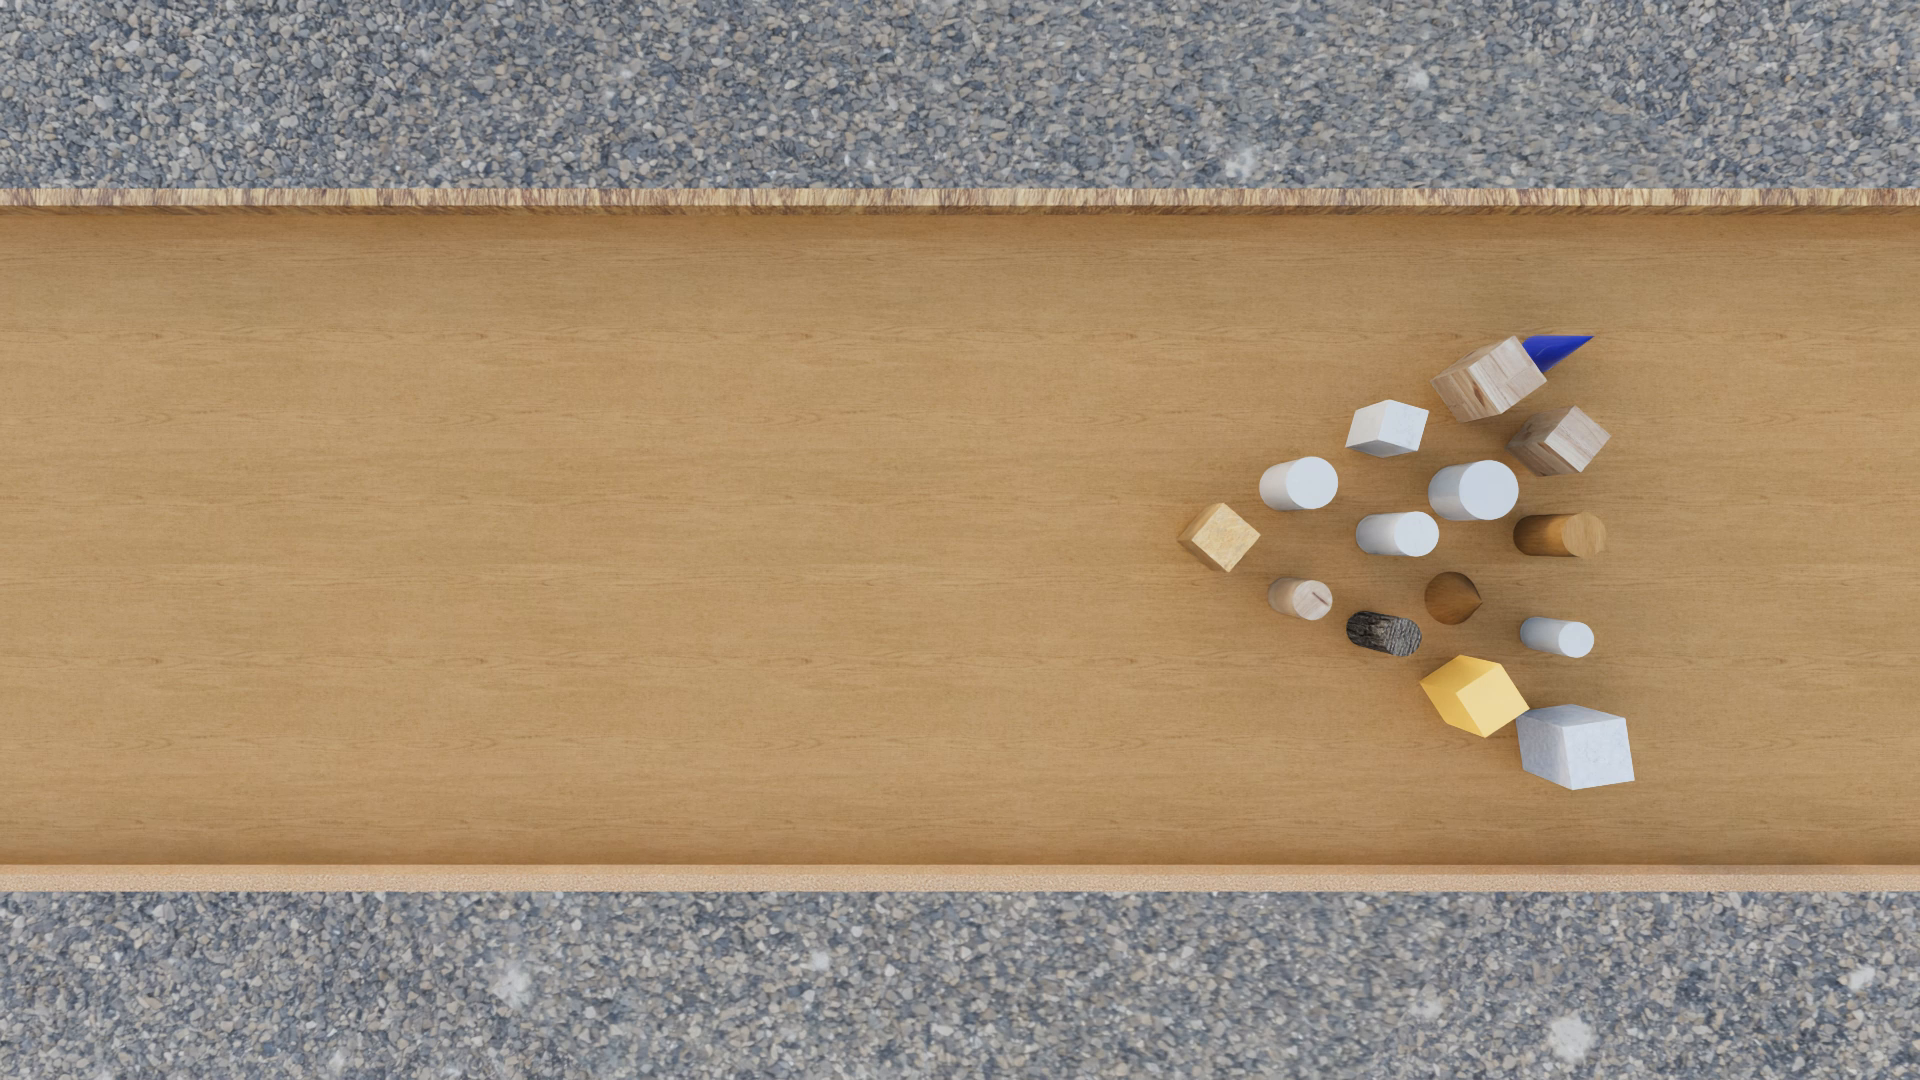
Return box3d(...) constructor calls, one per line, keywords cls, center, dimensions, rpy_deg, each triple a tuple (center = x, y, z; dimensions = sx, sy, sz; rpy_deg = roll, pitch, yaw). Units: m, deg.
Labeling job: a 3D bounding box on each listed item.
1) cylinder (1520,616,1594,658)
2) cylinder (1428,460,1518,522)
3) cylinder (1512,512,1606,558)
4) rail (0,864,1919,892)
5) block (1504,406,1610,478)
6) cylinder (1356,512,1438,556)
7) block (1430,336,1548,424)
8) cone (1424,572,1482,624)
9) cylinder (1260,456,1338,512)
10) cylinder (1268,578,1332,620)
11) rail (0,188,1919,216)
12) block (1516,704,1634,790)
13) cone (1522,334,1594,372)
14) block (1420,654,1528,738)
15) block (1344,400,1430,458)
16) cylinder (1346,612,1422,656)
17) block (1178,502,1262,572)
box3d(cls="cylinder", center=(1.775, 0.287, 4.913), dimensions=(0.103, 0.326, 0.103), rpy_deg=(0, 90, 0))
box3d(cls="cylinder", center=(1.526, -0.144, 4.919), dimensions=(0.172, 0.316, 0.172), rpy_deg=(0, 90, 0))
box3d(cls="cylinder", center=(1.765, -0.014, 4.871), dimensions=(0.126, 0.412, 0.126), rpy_deg=(0, 90, 0))
box3d(cls="rail", center=(-2.247, 1.025, 5.001), dimensions=(12.000, 0.150, 0.050), rpy_deg=(0, 90, 0))
box3d(cls="block", center=(1.770, -0.290, 4.901), dimensions=(0.137, 0.351, 0.137), rpy_deg=(40, 90, 0))
box3d(cls="cylinder", center=(1.280, -0.017, 4.852), dimensions=(0.126, 0.450, 0.126), rpy_deg=(0, 90, 0))
box3d(cls="block", center=(1.556, -0.471, 4.880), dimensions=(0.160, 0.393, 0.160), rpy_deg=(-36, 90, 0))
box3d(cls="cone", center=(1.512, 0.179, 4.921), dimensions=(0.165, 0.311, 0.165), rpy_deg=(0, 90, 0))
box3d(cls="cylinder", center=(0.994, -0.162, 4.868), dimensions=(0.147, 0.417, 0.147), rpy_deg=(0, 90, 0))
box3d(cls="cylinder", center=(1.002, 0.171, 4.882), dimensions=(0.113, 0.390, 0.113), rpy_deg=(0, 90, 0))
box3d(cls="rail", center=(-2.247, -1.025, 5.002), dimensions=(12.000, 0.150, 0.050), rpy_deg=(0, 90, 0))
box3d(cls="block", center=(1.808, 0.606, 4.873), dimensions=(0.179, 0.407, 0.179), rpy_deg=(-9, 90, 0))
box3d(cls="cone", center=(1.782, -0.573, 4.851), dimensions=(0.117, 0.450, 0.117), rpy_deg=(0, 90, 0))
box3d(cls="block", center=(1.517, 0.458, 4.888), dimensions=(0.152, 0.378, 0.152), rpy_deg=(-33, 90, 0))
box3d(cls="block", center=(1.258, -0.326, 4.878), dimensions=(0.118, 0.397, 0.118), rpy_deg=(16, 90, 0))
box3d(cls="cylinder", center=(1.244, 0.273, 4.857), dimensions=(0.109, 0.438, 0.109), rpy_deg=(0, 90, 0))
box3d(cls="block", center=(0.766, -0.007, 4.910), dimensions=(0.142, 0.332, 0.142), rpy_deg=(41, 90, 0))
